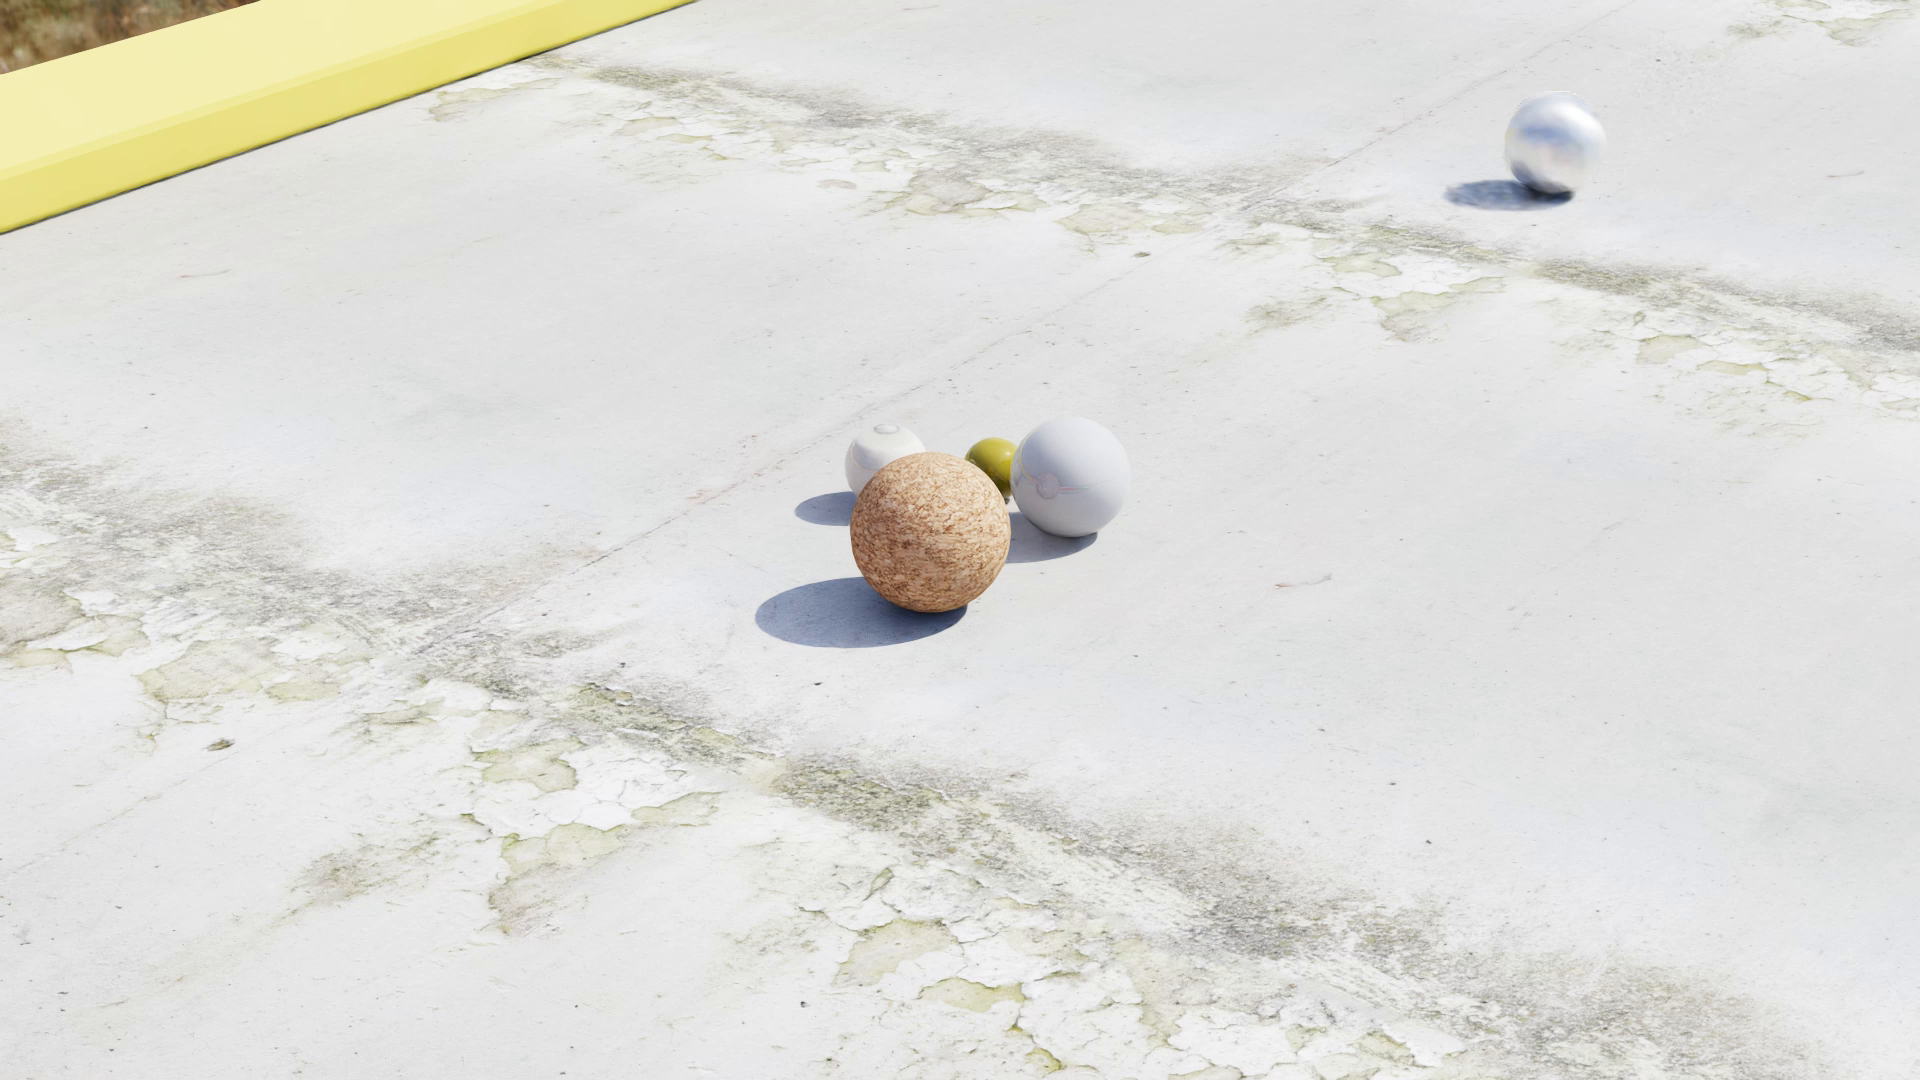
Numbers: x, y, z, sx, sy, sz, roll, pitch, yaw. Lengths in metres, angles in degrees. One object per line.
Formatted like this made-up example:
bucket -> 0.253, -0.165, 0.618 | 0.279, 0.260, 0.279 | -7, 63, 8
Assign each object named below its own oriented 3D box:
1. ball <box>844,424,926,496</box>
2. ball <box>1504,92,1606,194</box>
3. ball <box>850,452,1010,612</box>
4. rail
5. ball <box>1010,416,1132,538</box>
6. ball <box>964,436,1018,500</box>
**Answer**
ball -> -0.048, -0.049, 1.946 | 0.056, 0.056, 0.056 | 0, 25, 0
ball -> 0.513, -0.341, 2.535 | 0.087, 0.087, 0.087 | 0, 25, 0
ball -> -0.018, -0.005, 1.801 | 0.099, 0.099, 0.099 | 0, 25, 0
rail -> -0.328, -0.591, 3.018 | 0.045, 0.128, 3.642 | 16, 30, 31
ball -> 0.071, -0.041, 1.902 | 0.079, 0.079, 0.079 | 0, 25, 0
ball -> 0.023, -0.047, 1.958 | 0.043, 0.043, 0.043 | 0, 25, 0
